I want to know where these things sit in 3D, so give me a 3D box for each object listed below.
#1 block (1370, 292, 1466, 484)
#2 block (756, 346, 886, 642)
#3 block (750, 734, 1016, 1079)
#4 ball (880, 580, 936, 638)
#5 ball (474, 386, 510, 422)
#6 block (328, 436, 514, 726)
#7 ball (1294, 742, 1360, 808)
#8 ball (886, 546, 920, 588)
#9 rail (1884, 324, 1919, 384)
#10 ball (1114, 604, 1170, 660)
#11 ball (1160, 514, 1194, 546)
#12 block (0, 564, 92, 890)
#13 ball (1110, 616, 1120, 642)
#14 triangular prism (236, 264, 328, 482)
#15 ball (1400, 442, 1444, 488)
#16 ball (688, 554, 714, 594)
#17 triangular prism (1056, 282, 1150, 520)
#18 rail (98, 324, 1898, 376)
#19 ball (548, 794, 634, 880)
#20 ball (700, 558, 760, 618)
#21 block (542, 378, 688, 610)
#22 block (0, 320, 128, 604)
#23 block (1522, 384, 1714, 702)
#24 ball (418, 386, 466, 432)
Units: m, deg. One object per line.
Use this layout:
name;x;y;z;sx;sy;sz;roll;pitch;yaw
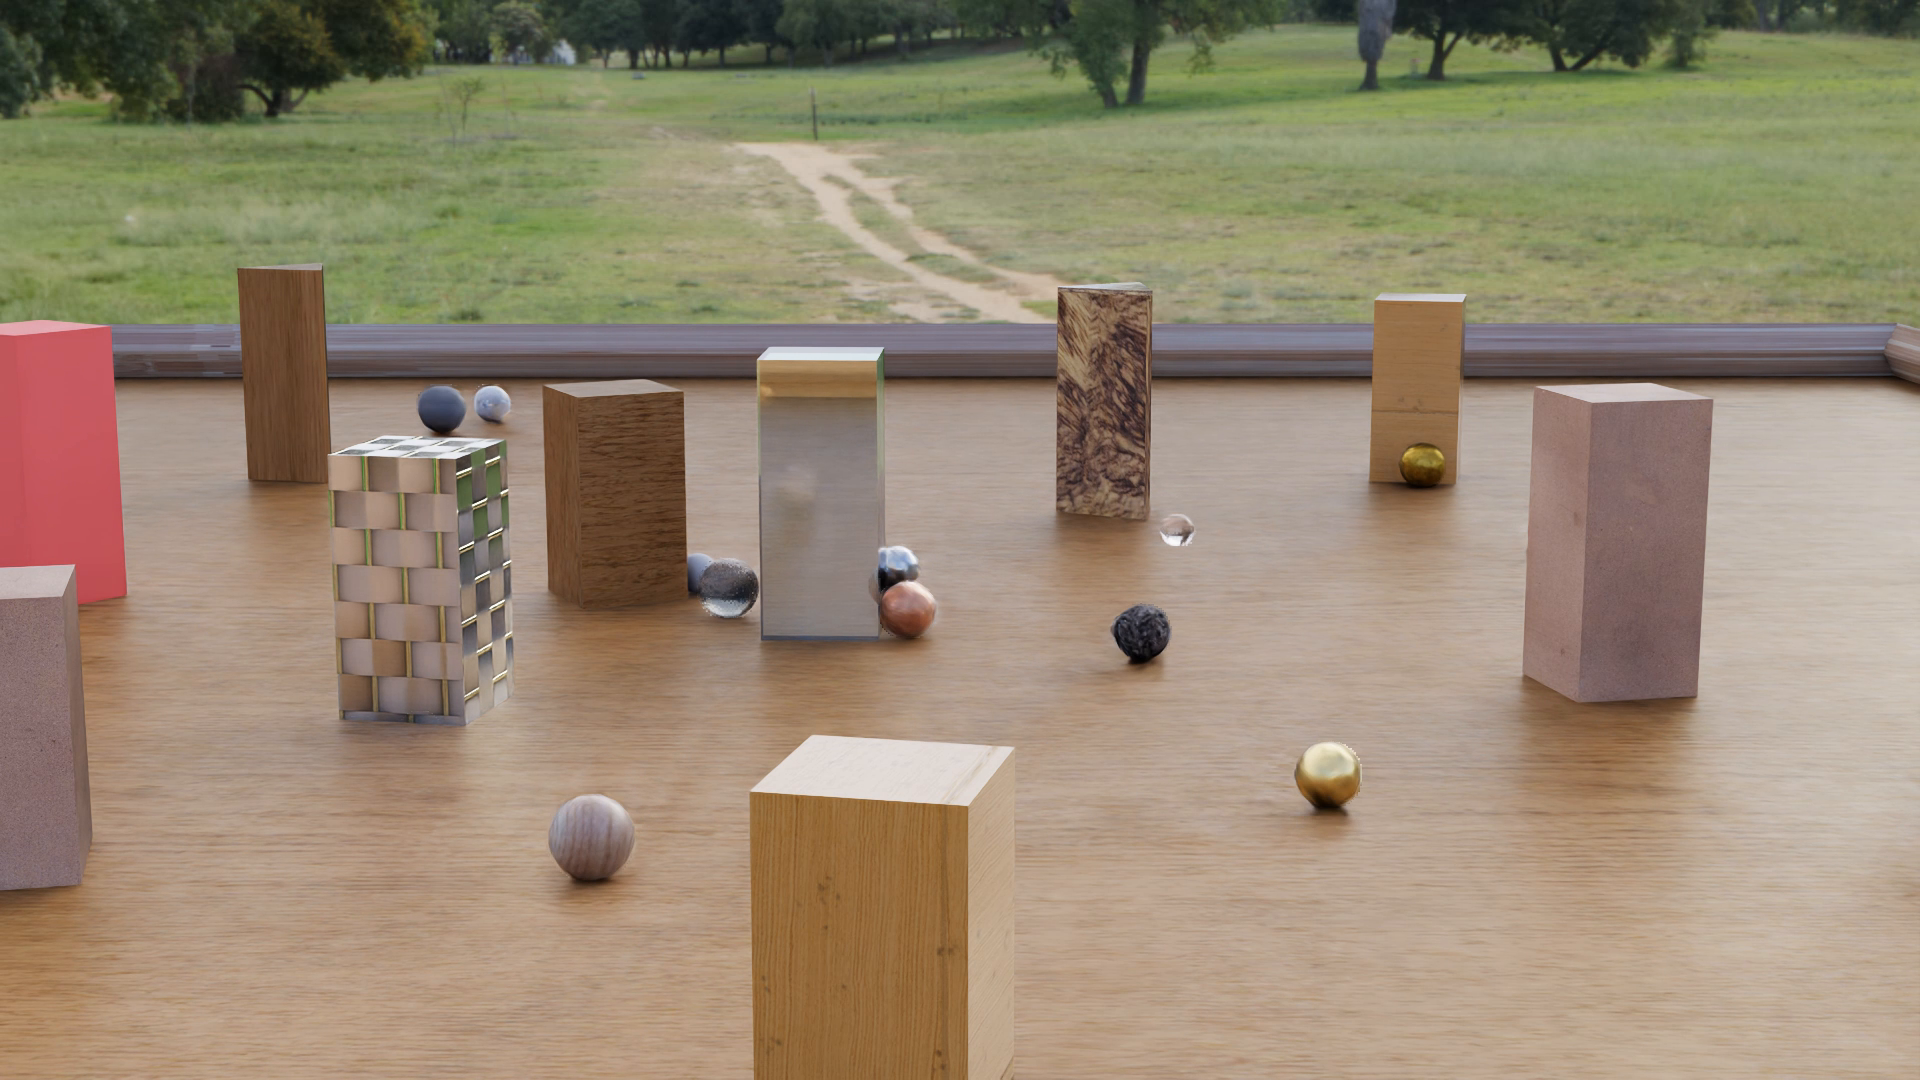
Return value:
block;0.810;-0.270;4.533;0.150;0.318;0.150;3;11;13
block;-0.176;-0.062;3.307;0.150;0.359;0.150;0;11;2
block;-0.051;0.279;1.792;0.150;0.246;0.150;2;11;13
ball;-0.067;0.088;3.284;0.072;0.072;0.072;0;11;0
ball;-0.956;-0.278;5.243;0.075;0.075;0.075;0;11;0
block;-0.608;0.043;2.908;0.150;0.300;0.150;2;11;11
ball;0.363;0.232;2.535;0.065;0.065;0.065;0;11;0
ball;-0.088;0.039;3.570;0.063;0.063;0.063;0;11;0
rail;2.186;0.029;3.462;0.045;0.122;5.191;0;11;0
ball;0.224;0.114;3.159;0.068;0.068;0.068;0;11;0
ball;0.330;-0.015;3.897;0.051;0.051;0.051;0;11;0
block;-0.879;0.169;2.329;0.150;0.264;0.150;-3;11;-14
ball;0.213;0.114;3.217;0.047;0.047;0.047;0;11;0
triangular prism;-1.162;-0.300;4.547;0.162;0.371;0.141;3;11;16
ball;0.799;-0.130;4.439;0.078;0.078;0.078;0;11;0
ball;-0.363;0.046;3.557;0.056;0.056;0.056;0;11;0
triangular prism;0.261;-0.233;4.199;0.162;0.368;0.141;5;12;26
rail;-0.015;-0.441;5.977;4.420;0.122;0.045;0;11;0
ball;-0.332;0.267;2.312;0.077;0.077;0.077;0;11;0
ball;-0.305;0.063;3.398;0.079;0.079;0.079;0;11;0
block;-0.474;-0.066;3.528;0.150;0.287;0.150;-5;12;-27
block;-1.256;-0.104;3.495;0.150;0.372;0.150;7;13;34
block;0.768;0.000;3.007;0.150;0.348;0.150;-2;11;-12
ball;-1.029;-0.260;5.095;0.094;0.094;0.094;0;11;0
